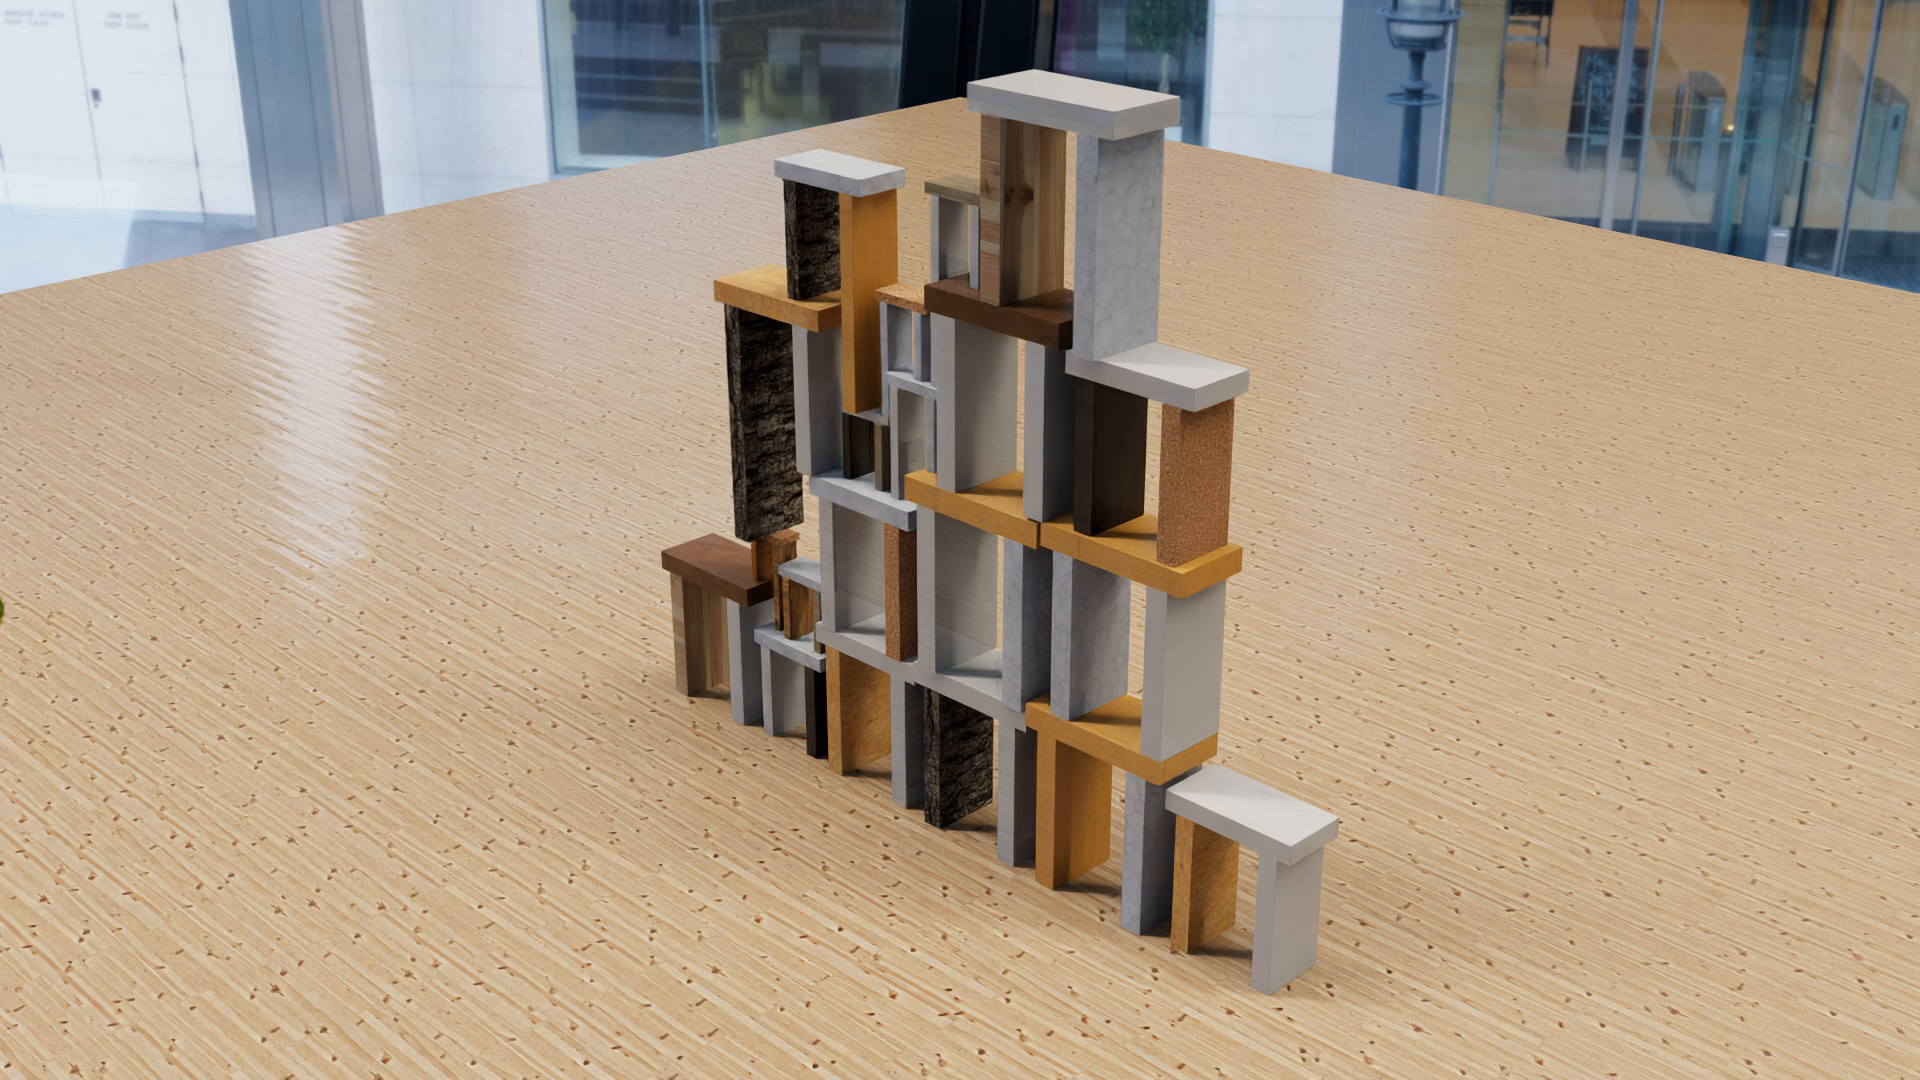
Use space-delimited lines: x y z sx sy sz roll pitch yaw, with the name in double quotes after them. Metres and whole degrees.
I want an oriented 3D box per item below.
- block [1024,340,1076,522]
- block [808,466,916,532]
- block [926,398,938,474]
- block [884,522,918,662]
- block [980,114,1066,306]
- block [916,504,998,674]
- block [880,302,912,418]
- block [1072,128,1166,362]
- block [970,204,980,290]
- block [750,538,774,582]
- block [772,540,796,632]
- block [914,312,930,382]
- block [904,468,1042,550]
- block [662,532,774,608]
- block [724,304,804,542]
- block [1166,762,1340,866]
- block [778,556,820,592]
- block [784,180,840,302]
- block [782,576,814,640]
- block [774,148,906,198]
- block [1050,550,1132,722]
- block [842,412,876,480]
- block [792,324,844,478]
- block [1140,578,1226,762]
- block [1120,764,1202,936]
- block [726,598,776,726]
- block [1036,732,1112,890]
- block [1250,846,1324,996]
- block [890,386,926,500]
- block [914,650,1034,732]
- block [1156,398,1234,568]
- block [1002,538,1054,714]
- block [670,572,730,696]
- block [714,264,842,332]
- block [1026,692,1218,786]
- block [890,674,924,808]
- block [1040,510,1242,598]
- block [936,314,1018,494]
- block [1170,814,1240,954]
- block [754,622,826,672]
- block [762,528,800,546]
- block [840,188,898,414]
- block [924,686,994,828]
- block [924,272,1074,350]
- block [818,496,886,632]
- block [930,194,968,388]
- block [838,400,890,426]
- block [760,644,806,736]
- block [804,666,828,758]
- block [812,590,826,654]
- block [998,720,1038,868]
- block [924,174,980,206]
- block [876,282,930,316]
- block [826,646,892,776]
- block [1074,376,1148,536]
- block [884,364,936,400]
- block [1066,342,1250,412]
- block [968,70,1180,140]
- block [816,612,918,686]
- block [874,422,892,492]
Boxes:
0.188 -0.212 3.928 0.165 0.330 0.047 -21 31 -41 "block"
-0.150 -0.093 4.346 0.286 0.041 0.143 21 31 41 "block"
-0.030 -0.206 4.162 0.074 0.148 0.021 -21 31 -40 "block"
-0.082 0.084 4.348 0.041 0.286 0.143 21 31 41 "block"
0.111 -0.591 3.852 0.166 0.333 0.047 -21 31 -41 "block"
-0.004 0.073 4.259 0.049 0.343 0.171 21 31 41 "block"
-0.121 -0.353 4.210 0.019 0.229 0.067 21 32 38 "block"
0.268 -0.507 3.718 0.167 0.382 0.047 -21 31 -40 "block"
0.052 -0.532 3.945 0.076 0.152 0.022 -21 31 -41 "block"
-0.420 0.030 4.696 0.015 0.106 0.053 21 31 41 "block"
-0.370 0.093 4.668 0.015 0.201 0.053 22 31 41 "block"
-0.056 -0.370 4.133 0.019 0.134 0.067 21 31 40 "block"
0.076 -0.076 4.108 0.171 0.049 0.343 -21 31 -41 "block"
-0.503 0.064 4.806 0.293 0.042 0.147 21 31 41 "block"
-0.403 -0.255 4.543 0.043 0.509 0.153 21 31 40 "block"
0.512 0.481 3.871 0.276 0.039 0.138 21 31 41 "block"
-0.306 0.072 4.584 0.143 0.020 0.072 21 31 41 "block"
-0.284 -0.594 4.273 0.034 0.237 0.118 20 30 39 "block"
-0.340 0.134 4.647 0.020 0.143 0.072 21 31 41 "block"
-0.229 -0.697 4.169 0.237 0.034 0.118 20 31 40 "block"
0.241 0.153 4.029 0.046 0.328 0.164 21 31 41 "block"
-0.200 -0.194 4.355 0.019 0.137 0.068 21 31 40 "block"
-0.257 -0.293 4.372 0.043 0.307 0.153 21 31 40 "block"
0.395 0.213 3.887 0.046 0.328 0.164 21 31 41 "block"
0.372 0.549 4.050 0.046 0.326 0.163 21 31 41 "block"
-0.434 0.245 4.808 0.042 0.293 0.147 21 31 41 "block"
0.218 0.489 4.192 0.046 0.326 0.163 21 31 41 "block"
0.577 0.651 3.872 0.039 0.276 0.138 21 31 41 "block"
-0.100 -0.196 4.243 0.021 0.230 0.074 21 31 41 "block"
0.070 0.279 4.267 0.305 0.043 0.153 21 31 41 "block"
0.401 -0.110 3.743 0.041 0.287 0.144 21 31 40 "block"
0.157 0.136 4.110 0.049 0.343 0.171 21 31 41 "block"
-0.572 0.191 4.935 0.042 0.293 0.147 21 31 41 "block"
-0.330 -0.482 4.368 0.307 0.043 0.153 21 31 40 "block"
0.295 0.348 4.048 0.326 0.046 0.163 21 31 41 "block"
-0.073 0.388 4.475 0.041 0.291 0.145 21 31 41 "block"
0.318 0.011 3.885 0.328 0.046 0.164 21 31 41 "block"
0.032 -0.270 4.073 0.165 0.336 0.047 -21 31 -41 "block"
0.447 0.600 3.992 0.039 0.276 0.138 21 31 41 "block"
-0.328 0.219 4.668 0.211 0.030 0.105 21 31 41 "block"
-0.394 -0.016 4.648 0.106 0.015 0.053 21 31 40 "block"
-0.173 -0.462 4.211 0.034 0.431 0.118 21 31 39 "block"
-0.002 0.411 4.401 0.043 0.305 0.153 21 31 41 "block"
0.110 -0.416 3.926 0.330 0.047 0.165 21 31 41 "block"
-0.217 0.031 4.472 0.041 0.286 0.143 21 31 41 "block"
-0.019 -0.462 4.053 0.076 0.366 0.022 -21 31 -40 "block"
-0.165 -0.255 4.301 0.137 0.019 0.068 20 30 38 "block"
-0.378 0.310 4.760 0.030 0.211 0.105 21 31 41 "block"
-0.278 0.349 4.669 0.030 0.211 0.105 21 31 41 "block"
-0.272 0.160 4.585 0.020 0.143 0.072 21 31 41 "block"
0.142 0.467 4.269 0.043 0.305 0.153 21 31 41 "block"
0.017 -0.626 3.943 0.076 0.022 0.152 -21 31 -40 "block"
-0.088 -0.453 4.130 0.134 0.019 0.067 21 31 38 "block"
-0.210 0.334 4.601 0.041 0.291 0.145 21 31 41 "block"
0.266 -0.163 3.868 0.144 0.287 0.041 -21 31 -41 "block"
-0.064 -0.298 4.162 0.074 0.021 0.148 -21 31 -40 "block"
0.334 -0.288 3.741 0.144 0.041 0.287 -21 31 -41 "block"
0.189 -0.736 3.706 0.333 0.047 0.167 21 31 41 "block"
-0.142 0.208 4.473 0.291 0.041 0.145 21 31 41 "block"
-0.135 -0.169 4.297 0.019 0.137 0.068 21 31 40 "block"
